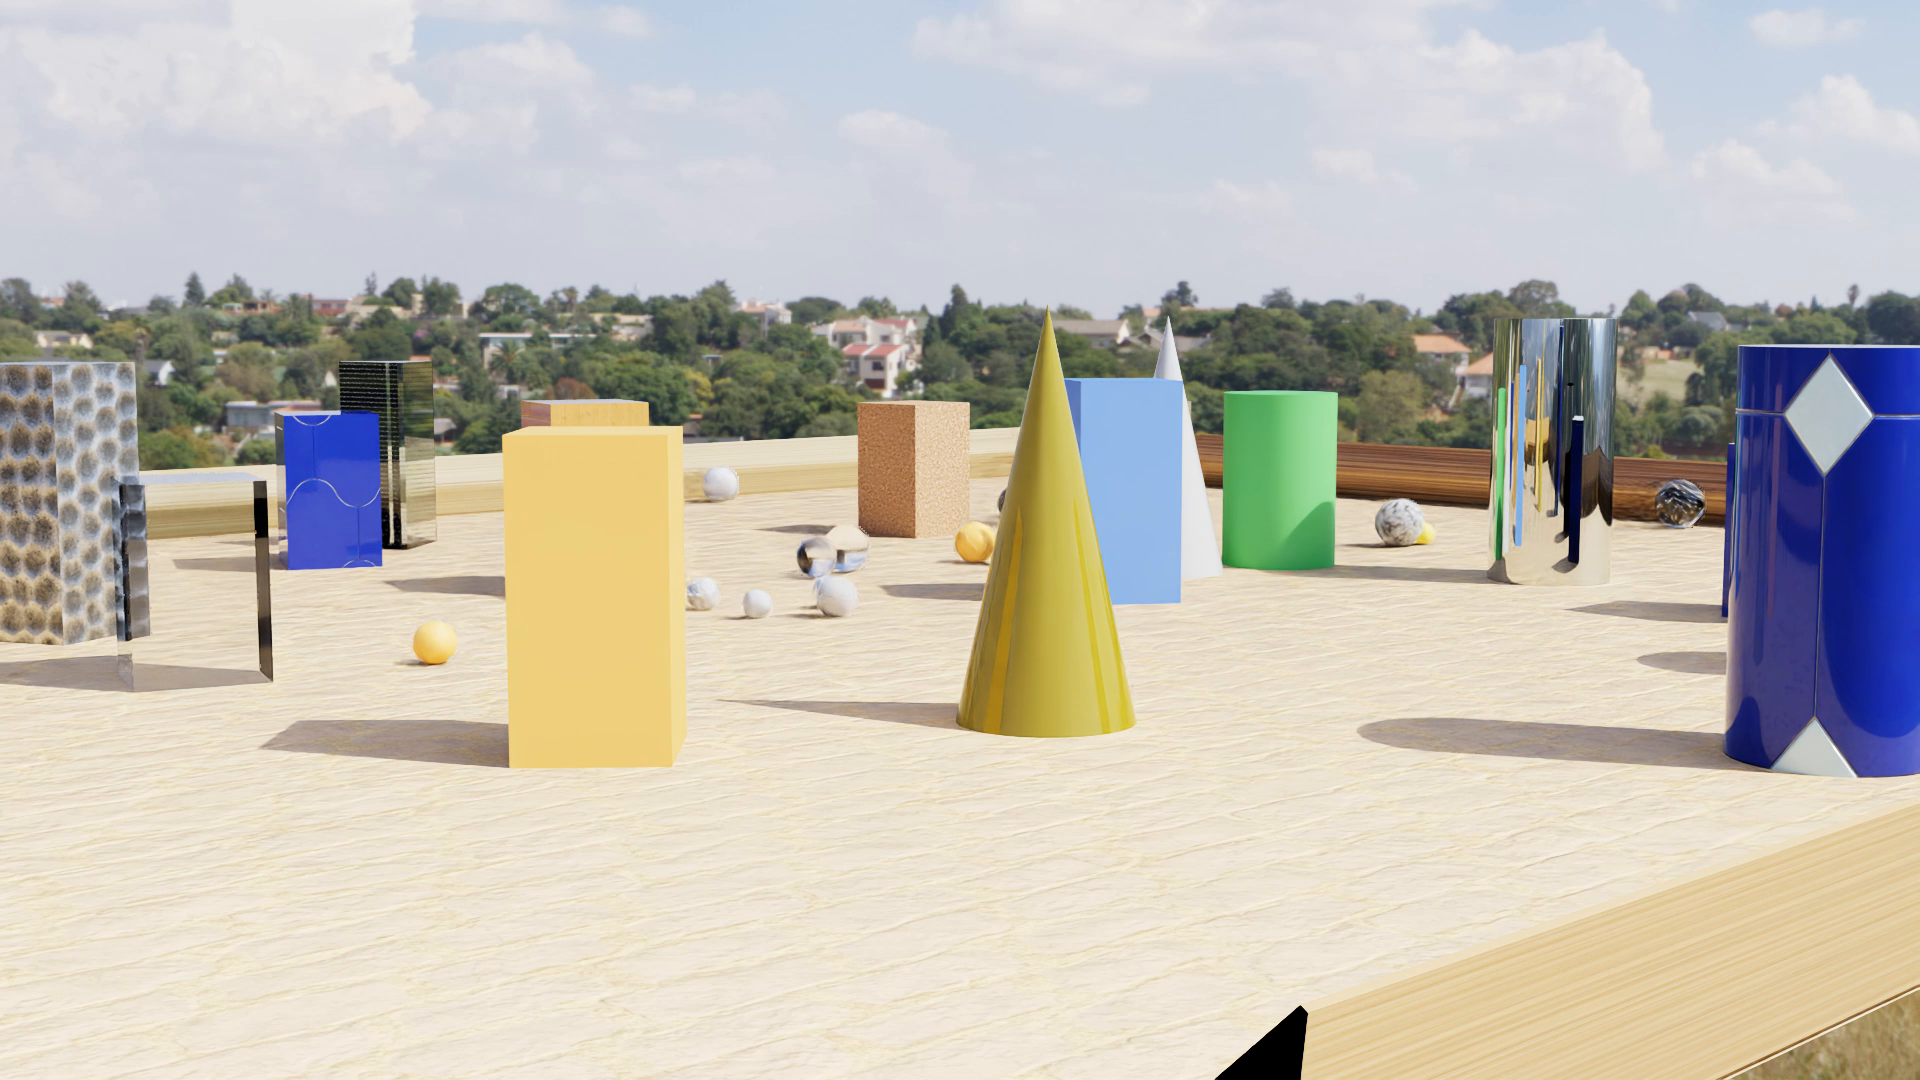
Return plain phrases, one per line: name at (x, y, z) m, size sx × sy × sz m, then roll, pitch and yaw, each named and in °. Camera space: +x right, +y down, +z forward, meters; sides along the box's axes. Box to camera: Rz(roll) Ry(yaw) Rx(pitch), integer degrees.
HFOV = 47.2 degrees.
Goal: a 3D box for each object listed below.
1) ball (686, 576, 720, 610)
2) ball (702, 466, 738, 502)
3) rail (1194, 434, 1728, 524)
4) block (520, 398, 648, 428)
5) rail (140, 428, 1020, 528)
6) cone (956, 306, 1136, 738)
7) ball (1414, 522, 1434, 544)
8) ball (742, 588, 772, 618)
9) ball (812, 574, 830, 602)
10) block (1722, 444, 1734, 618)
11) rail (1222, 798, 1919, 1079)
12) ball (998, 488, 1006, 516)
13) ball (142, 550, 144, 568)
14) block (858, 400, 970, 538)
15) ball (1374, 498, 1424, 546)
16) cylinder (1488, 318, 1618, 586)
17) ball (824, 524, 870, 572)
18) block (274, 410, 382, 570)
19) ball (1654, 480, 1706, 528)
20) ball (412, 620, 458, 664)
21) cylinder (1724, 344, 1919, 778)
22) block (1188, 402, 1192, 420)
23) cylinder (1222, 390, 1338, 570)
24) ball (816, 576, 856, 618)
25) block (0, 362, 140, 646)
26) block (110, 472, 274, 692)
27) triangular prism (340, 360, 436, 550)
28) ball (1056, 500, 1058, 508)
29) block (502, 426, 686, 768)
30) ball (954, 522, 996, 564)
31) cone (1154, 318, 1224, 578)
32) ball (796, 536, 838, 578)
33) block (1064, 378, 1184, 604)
ball at (-0.383, 0.080, 3.277) m, size 0.050 × 0.050 × 0.050 m, roll 0°, pitch 6°, yaw 0°
ball at (-0.561, -0.130, 5.133) m, size 0.082 × 0.082 × 0.082 m, roll 0°, pitch 6°, yaw 0°
rail at (1.466, -0.107, 4.677) m, size 0.045 × 0.128 × 3.651 m, roll -5°, pitch 8°, yaw -42°
block at (-0.596, -0.070, 3.499) m, size 0.158 × 0.301 × 0.158 m, roll -3°, pitch 7°, yaw -27°
rail at (-1.222, -0.104, 4.649) m, size 4.037 × 0.128 × 0.045 m, roll -5°, pitch 8°, yaw -42°
cone at (0.094, -0.028, 2.373) m, size 0.198 × 0.452 × 0.198 m, roll 0°, pitch 6°, yaw 0°
ball at (0.884, -0.013, 4.195) m, size 0.043 × 0.043 × 0.043 m, roll 0°, pitch 6°, yaw 0°
ball at (-0.294, 0.093, 3.184) m, size 0.043 × 0.043 × 0.043 m, roll 0°, pitch 6°, yaw 0°
ball at (-0.198, 0.077, 3.300) m, size 0.050 × 0.050 × 0.050 m, roll 0°, pitch 6°, yaw 0°
block at (1.223, -0.013, 3.189) m, size 0.158 × 0.253 × 0.158 m, roll -5°, pitch 8°, yaw -41°
rail at (1.222, 0.171, 2.015) m, size 4.037 × 0.128 × 0.045 m, roll -5°, pitch 8°, yaw -42°
ball at (0.119, -0.073, 4.582) m, size 0.083 × 0.083 × 0.083 m, roll 0°, pitch 6°, yaw 0°
ball at (-1.362, 0.030, 3.538) m, size 0.093 × 0.093 × 0.093 m, roll 0°, pitch 6°, yaw 0°
block at (-0.093, -0.144, 4.400) m, size 0.158 × 0.261 × 0.158 m, roll 5°, pitch 8°, yaw 42°
ball at (0.830, -0.033, 4.158) m, size 0.090 × 0.090 × 0.090 m, roll 0°, pitch 6°, yaw 0°
cylinder at (0.978, -0.149, 3.633) m, size 0.198 × 0.431 × 0.198 m, roll 0°, pitch 6°, yaw 0°
ball at (-0.196, 0.014, 3.760) m, size 0.081 × 0.081 × 0.081 m, roll 0°, pitch 6°, yaw 0°
block at (-1.111, -0.090, 3.865) m, size 0.158 × 0.266 × 0.158 m, roll -2°, pitch 6°, yaw -23°
ball at (1.479, -0.075, 4.518) m, size 0.099 × 0.099 × 0.099 m, roll 0°, pitch 6°, yaw 0°
ball at (-0.663, 0.129, 2.775) m, size 0.055 × 0.055 × 0.055 m, roll 0°, pitch 6°, yaw 0°
cylinder at (0.867, 0.014, 2.177) m, size 0.198 × 0.410 × 0.198 m, roll 0°, pitch 6°, yaw 0°
block at (0.380, -0.166, 4.646) m, size 0.158 × 0.255 × 0.158 m, roll -2°, pitch 6°, yaw -22°
cylinder at (0.561, -0.108, 3.863) m, size 0.198 × 0.301 × 0.198 m, roll 0°, pitch 6°, yaw 0°
ball at (-0.181, 0.083, 3.200) m, size 0.060 × 0.060 × 0.060 m, roll 0°, pitch 6°, yaw 0°
block at (-1.241, -0.055, 3.011) m, size 0.158 × 0.373 × 0.158 m, roll 2°, pitch 6°, yaw 20°
block at (-0.930, 0.047, 2.662) m, size 0.158 × 0.243 × 0.158 m, roll -3°, pitch 7°, yaw -27°
triangular prism at (-1.060, -0.165, 4.187) m, size 0.171 × 0.348 × 0.148 m, roll 4°, pitch 7°, yaw 35°
ball at (0.238, -0.076, 4.713) m, size 0.061 × 0.061 × 0.061 m, roll 0°, pitch 6°, yaw 0°
block at (-0.363, 0.053, 2.210) m, size 0.158 × 0.325 × 0.158 m, roll 0°, pitch 6°, yaw -2°
ball at (0.027, 0.004, 3.887) m, size 0.073 × 0.073 × 0.073 m, roll 0°, pitch 6°, yaw 0°
cone at (0.352, -0.163, 3.738) m, size 0.198 × 0.437 × 0.198 m, roll 0°, pitch 6°, yaw 0°
ball at (-0.240, 0.028, 3.684) m, size 0.069 × 0.069 × 0.069 m, roll 0°, pitch 6°, yaw 0°
block at (0.245, -0.079, 3.402) m, size 0.158 × 0.338 × 0.158 m, roll -1°, pitch 6°, yaw -10°
